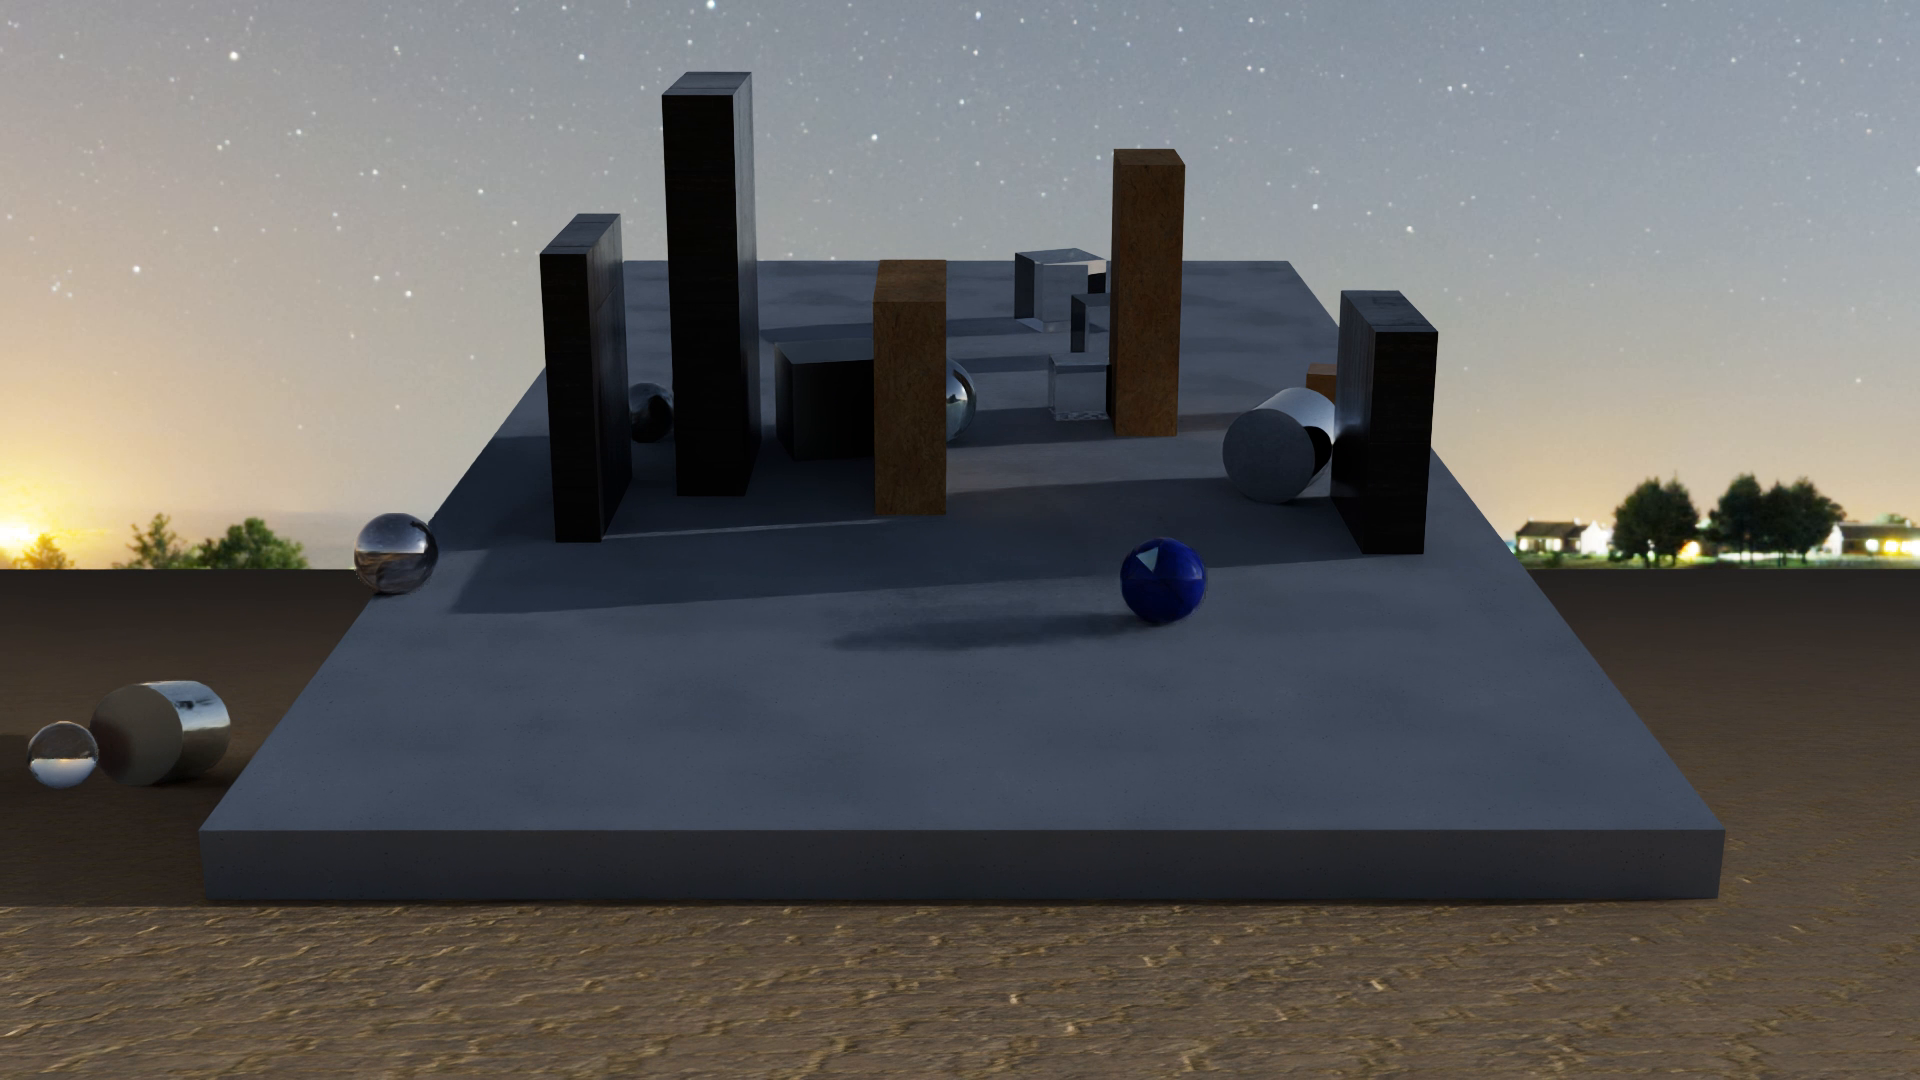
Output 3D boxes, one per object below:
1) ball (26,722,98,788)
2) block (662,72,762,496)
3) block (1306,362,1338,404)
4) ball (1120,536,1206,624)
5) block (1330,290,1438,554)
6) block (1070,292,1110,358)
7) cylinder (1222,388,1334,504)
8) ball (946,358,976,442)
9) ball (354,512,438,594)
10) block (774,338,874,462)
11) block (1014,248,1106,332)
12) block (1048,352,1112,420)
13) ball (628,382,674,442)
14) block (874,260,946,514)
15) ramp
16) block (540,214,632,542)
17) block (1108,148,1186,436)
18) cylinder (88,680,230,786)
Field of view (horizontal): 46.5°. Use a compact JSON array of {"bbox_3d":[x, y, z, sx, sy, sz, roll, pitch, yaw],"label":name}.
[{"bbox_3d":[-1.767,0.424,4.399,0.132,0.132,0.132,0,-1,0],"label":"ball"},{"bbox_3d":[-0.488,-0.517,4.450,0.132,0.775,0.410,0,18,0],"label":"block"},{"bbox_3d":[0.824,-0.327,4.958,0.105,0.105,0.105,4,18,12],"label":"block"},{"bbox_3d":[0.333,0.066,3.670,0.143,0.143,0.143,0,-1,0],"label":"ball"},{"bbox_3d":[0.781,-0.225,4.143,0.110,0.409,0.366,0,18,0],"label":"block"},{"bbox_3d":[0.365,-0.516,5.471,0.150,0.150,0.150,-4,18,-13],"label":"block"},{"bbox_3d":[0.637,-0.187,4.384,0.189,0.189,0.189,0,16,28],"label":"cylinder"},{"bbox_3d":[-0.060,-0.296,4.718,0.191,0.191,0.191,0,-1,0],"label":"ball"},{"bbox_3d":[-0.961,0.022,3.806,0.140,0.140,0.140,0,-1,0],"label":"ball"},{"bbox_3d":[-0.268,-0.298,4.699,0.206,0.206,0.206,-5,18,-14],"label":"block"},{"bbox_3d":[0.262,-0.657,5.863,0.179,0.179,0.179,-7,19,-22],"label":"block"},{"bbox_3d":[0.266,-0.343,4.975,0.124,0.124,0.124,-1,18,-5],"label":"block"},{"bbox_3d":[-0.666,-0.270,4.738,0.128,0.128,0.128,0,-1,0],"label":"ball"},{"bbox_3d":[-0.095,-0.308,4.393,0.135,0.413,0.419,0,18,0],"label":"block"},{"bbox_3d":[-0.003,-0.184,4.844,2.000,0.100,4.000,0,18,0],"label":"ramp"},{"bbox_3d":[-0.700,-0.314,4.213,0.083,0.533,0.427,0,18,0],"label":"block"},{"bbox_3d":[0.400,-0.537,4.832,0.132,0.581,0.244,0,18,0],"label":"block"},{"bbox_3d":[-1.625,0.391,4.542,0.202,0.202,0.202,0,-1,8],"label":"cylinder"}]
